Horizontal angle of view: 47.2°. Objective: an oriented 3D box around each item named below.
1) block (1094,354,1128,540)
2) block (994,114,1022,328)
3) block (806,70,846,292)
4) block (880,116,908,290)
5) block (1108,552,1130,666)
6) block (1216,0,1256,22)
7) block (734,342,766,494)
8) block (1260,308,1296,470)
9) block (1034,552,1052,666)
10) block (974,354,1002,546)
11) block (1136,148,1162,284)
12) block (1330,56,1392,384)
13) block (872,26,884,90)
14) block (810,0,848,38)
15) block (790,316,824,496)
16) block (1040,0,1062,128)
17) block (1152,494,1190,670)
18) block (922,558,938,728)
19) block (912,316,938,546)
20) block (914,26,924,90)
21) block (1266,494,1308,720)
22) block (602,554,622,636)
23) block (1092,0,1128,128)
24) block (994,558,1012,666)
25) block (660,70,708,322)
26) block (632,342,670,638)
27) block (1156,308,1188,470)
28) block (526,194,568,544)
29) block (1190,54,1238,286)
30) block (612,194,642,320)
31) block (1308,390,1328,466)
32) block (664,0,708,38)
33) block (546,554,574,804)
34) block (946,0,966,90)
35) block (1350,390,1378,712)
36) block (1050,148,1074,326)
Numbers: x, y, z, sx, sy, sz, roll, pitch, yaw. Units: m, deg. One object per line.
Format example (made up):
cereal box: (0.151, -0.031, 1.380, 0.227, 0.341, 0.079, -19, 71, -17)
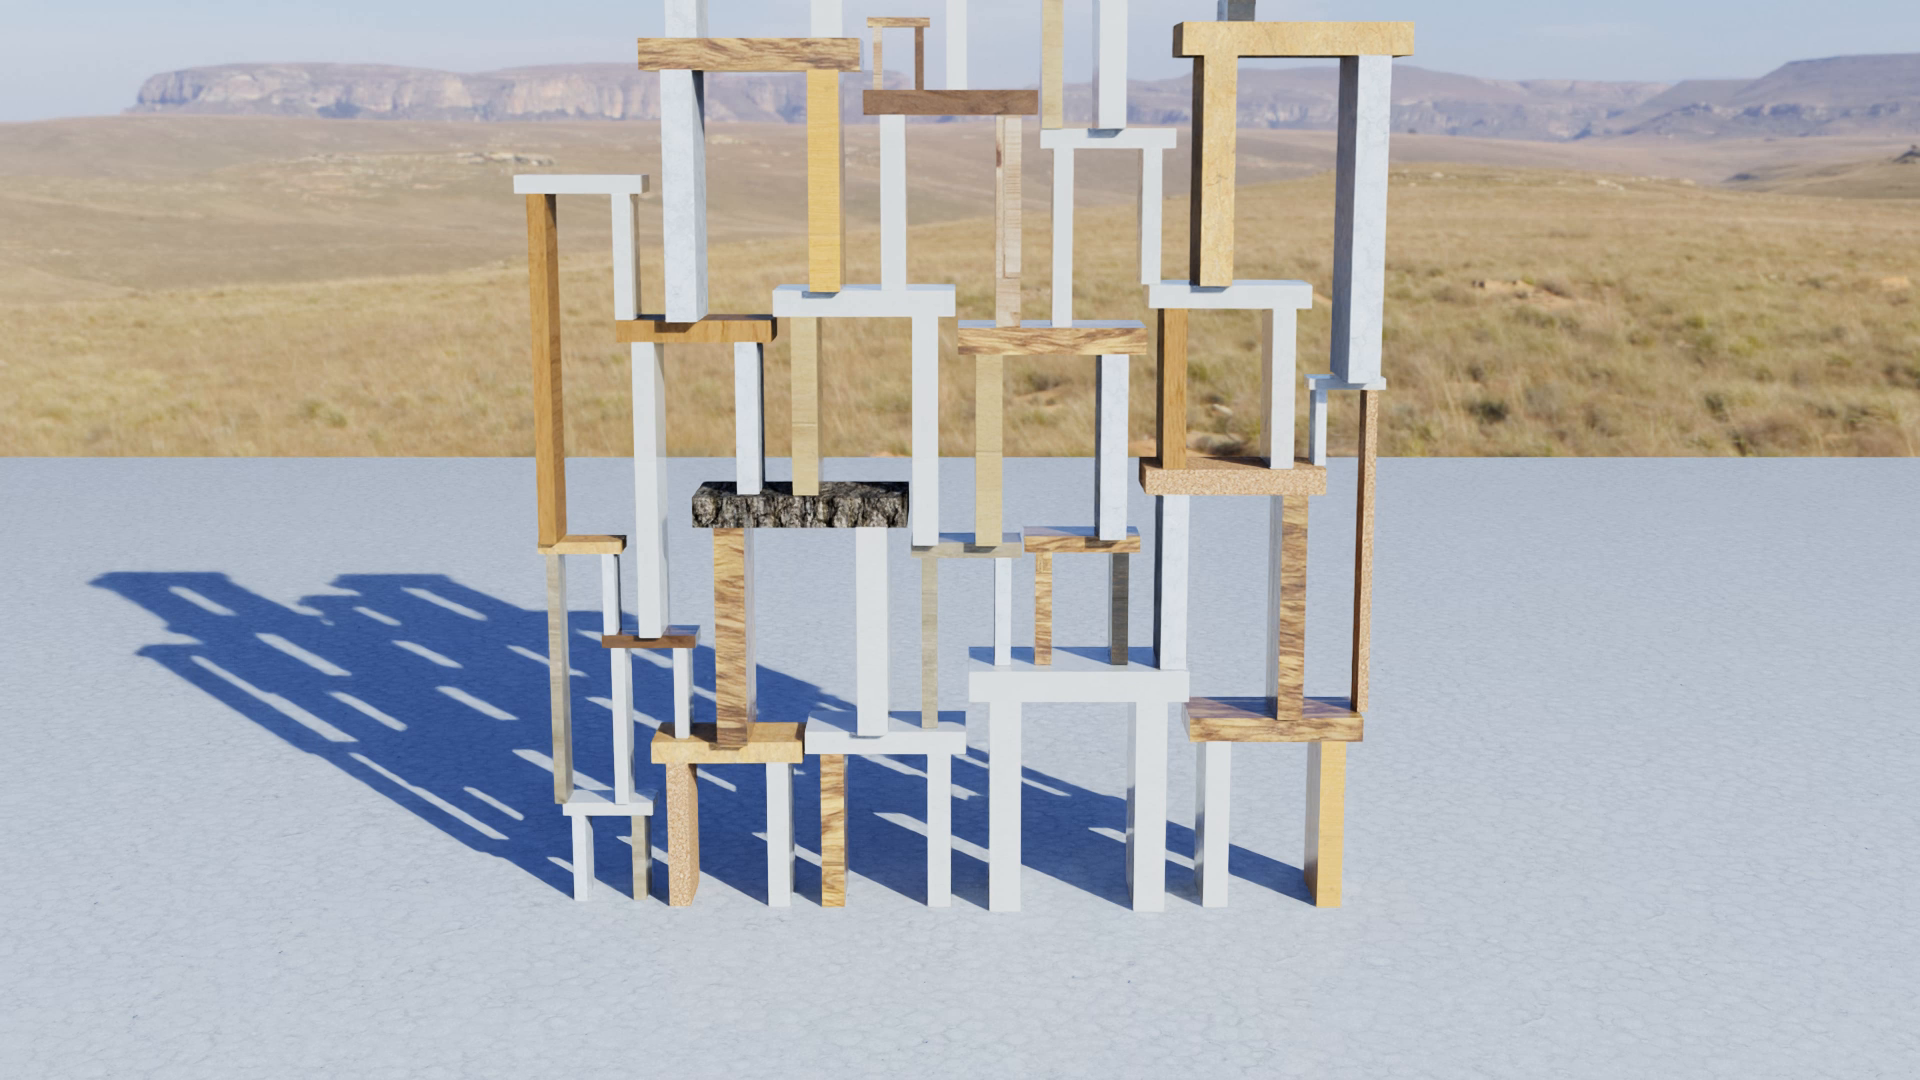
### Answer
block: (0.242, -0.158, 3.532, 0.042, 0.294, 0.147, 0, 11, 0)
block: (0.075, -0.504, 3.466, 0.038, 0.326, 0.134, 0, 11, 0)
block: (-0.209, -0.564, 3.450, 0.048, 0.336, 0.168, 0, 11, 0)
block: (-0.103, -0.532, 3.460, 0.038, 0.268, 0.134, 0, 11, 0)
block: (0.258, 0.103, 3.584, 0.026, 0.185, 0.093, 0, 11, 0)
block: (0.427, -0.945, 3.383, 0.042, 0.294, 0.147, 0, 11, 0)
block: (-0.336, -0.202, 3.526, 0.034, 0.242, 0.121, 0, 11, 0)
block: (0.507, -0.248, 3.508, 0.036, 0.253, 0.126, -1, 11, 0)
block: (0.134, 0.103, 3.584, 0.026, 0.185, 0.093, 0, 11, 0)
block: (0.046, -0.153, 3.532, 0.042, 0.304, 0.147, 0, 11, 0)
block: (0.298, -0.512, 3.468, 0.030, 0.210, 0.105, 0, 11, 0)
block: (0.630, -0.506, 3.464, 0.049, 0.499, 0.175, 0, 11, 0)
block: (-0.127, -0.747, 3.415, 0.014, 0.096, 0.048, 0, 11, 0)
block: (-0.202, -0.939, 3.381, 0.047, 0.331, 0.166, 0, 11, 0)
block: (-0.244, -0.222, 3.521, 0.040, 0.284, 0.142, 0, 11, 0)
block: (0.141, -0.781, 3.416, 0.031, 0.278, 0.110, 0, 11, 0)
block: (0.342, 0.056, 3.567, 0.040, 0.284, 0.142, 0, 11, 0)
block: (-0.049, 0.159, 3.589, 0.025, 0.282, 0.089, 0, 11, 0)
block: (-0.055, -0.183, 3.529, 0.040, 0.363, 0.142, 0, 11, 0)
block: (-0.063, -0.748, 3.416, 0.014, 0.096, 0.048, 0, 11, 0)
block: (0.531, 0.096, 3.575, 0.040, 0.367, 0.142, 0, 11, 0)
block: (-0.565, 0.082, 3.570, 0.019, 0.133, 0.067, 0, 11, 0)
block: (0.232, -0.867, 3.399, 0.042, 0.454, 0.147, 0, 11, -1)
block: (0.069, 0.108, 3.580, 0.025, 0.177, 0.089, 0, 10, 0)
block: (-0.432, -0.541, 3.454, 0.048, 0.383, 0.168, 0, 11, 0)
block: (-0.498, -0.087, 3.547, 0.034, 0.474, 0.121, 0, 11, 0)
block: (0.338, -0.248, 3.509, 0.036, 0.253, 0.126, 0, 11, 0)
block: (-0.658, -0.274, 3.504, 0.028, 0.553, 0.098, 0, 11, 0)
block: (0.396, -0.580, 3.450, 0.049, 0.349, 0.175, 0, 11, 0)
block: (-0.526, -0.449, 3.472, 0.028, 0.196, 0.098, 0, 11, 0)
block: (0.574, -0.184, 3.527, 0.017, 0.121, 0.061, -1, 11, 0)
block: (-0.423, -0.939, 3.381, 0.047, 0.331, 0.166, 0, 11, 0)
block: (-0.654, 0.221, 3.597, 0.019, 0.417, 0.067, 0, 11, 0)
block: (-0.006, -0.810, 3.411, 0.031, 0.220, 0.110, 0, 11, 0)
block: (0.655, 0.016, 3.564, 0.017, 0.528, 0.061, 0, 11, 0)
block: (0.160, -0.480, 3.474, 0.030, 0.275, 0.105, 0, 11, -1)
